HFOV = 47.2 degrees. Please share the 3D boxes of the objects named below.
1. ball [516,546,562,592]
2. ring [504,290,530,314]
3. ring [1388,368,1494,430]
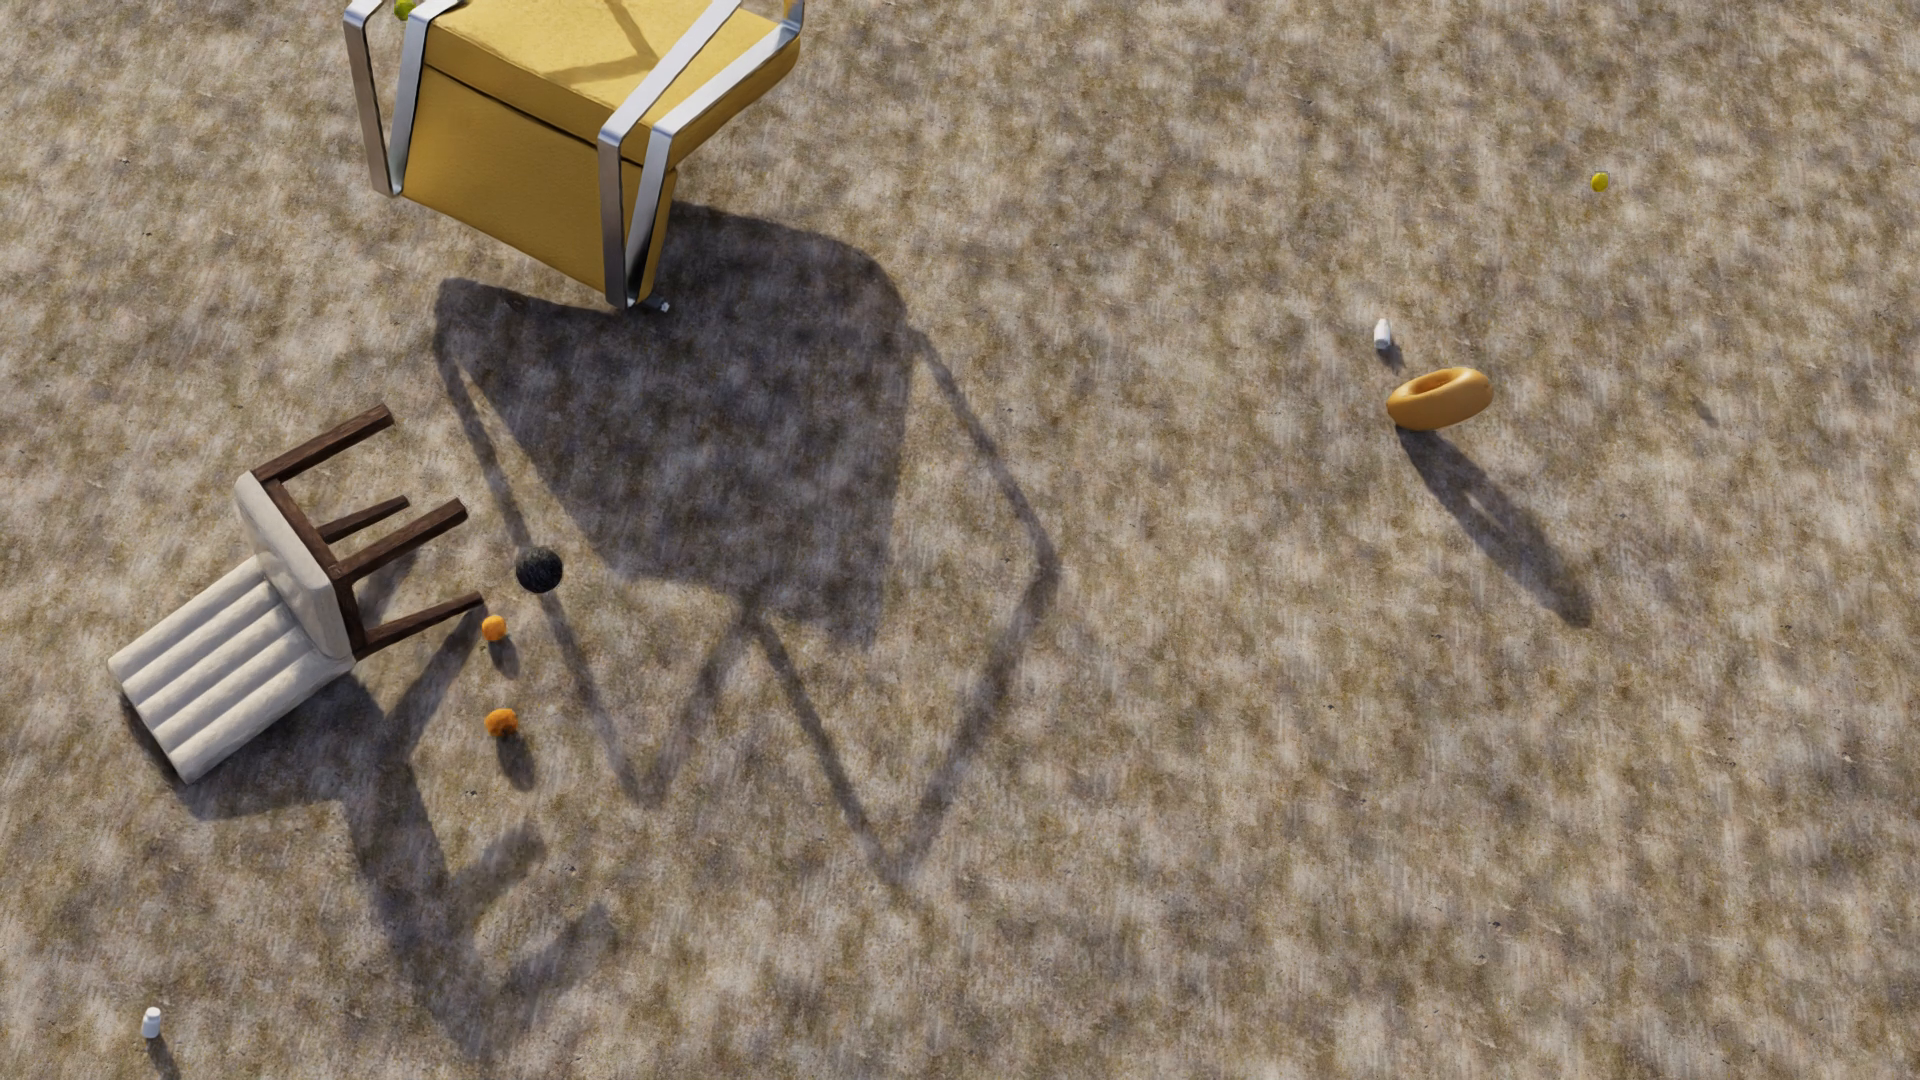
[{"bbox_3d":[-1.089,0.077,5.691,0.120,0.120,0.120,0,56,0],"label":"ball"},{"bbox_3d":[-1.417,-0.763,7.037,0.053,0.101,0.036,-42,25,18],"label":"ring"},{"bbox_3d":[1.455,-0.428,6.672,0.129,0.385,0.166,51,56,-18],"label":"ring"}]
